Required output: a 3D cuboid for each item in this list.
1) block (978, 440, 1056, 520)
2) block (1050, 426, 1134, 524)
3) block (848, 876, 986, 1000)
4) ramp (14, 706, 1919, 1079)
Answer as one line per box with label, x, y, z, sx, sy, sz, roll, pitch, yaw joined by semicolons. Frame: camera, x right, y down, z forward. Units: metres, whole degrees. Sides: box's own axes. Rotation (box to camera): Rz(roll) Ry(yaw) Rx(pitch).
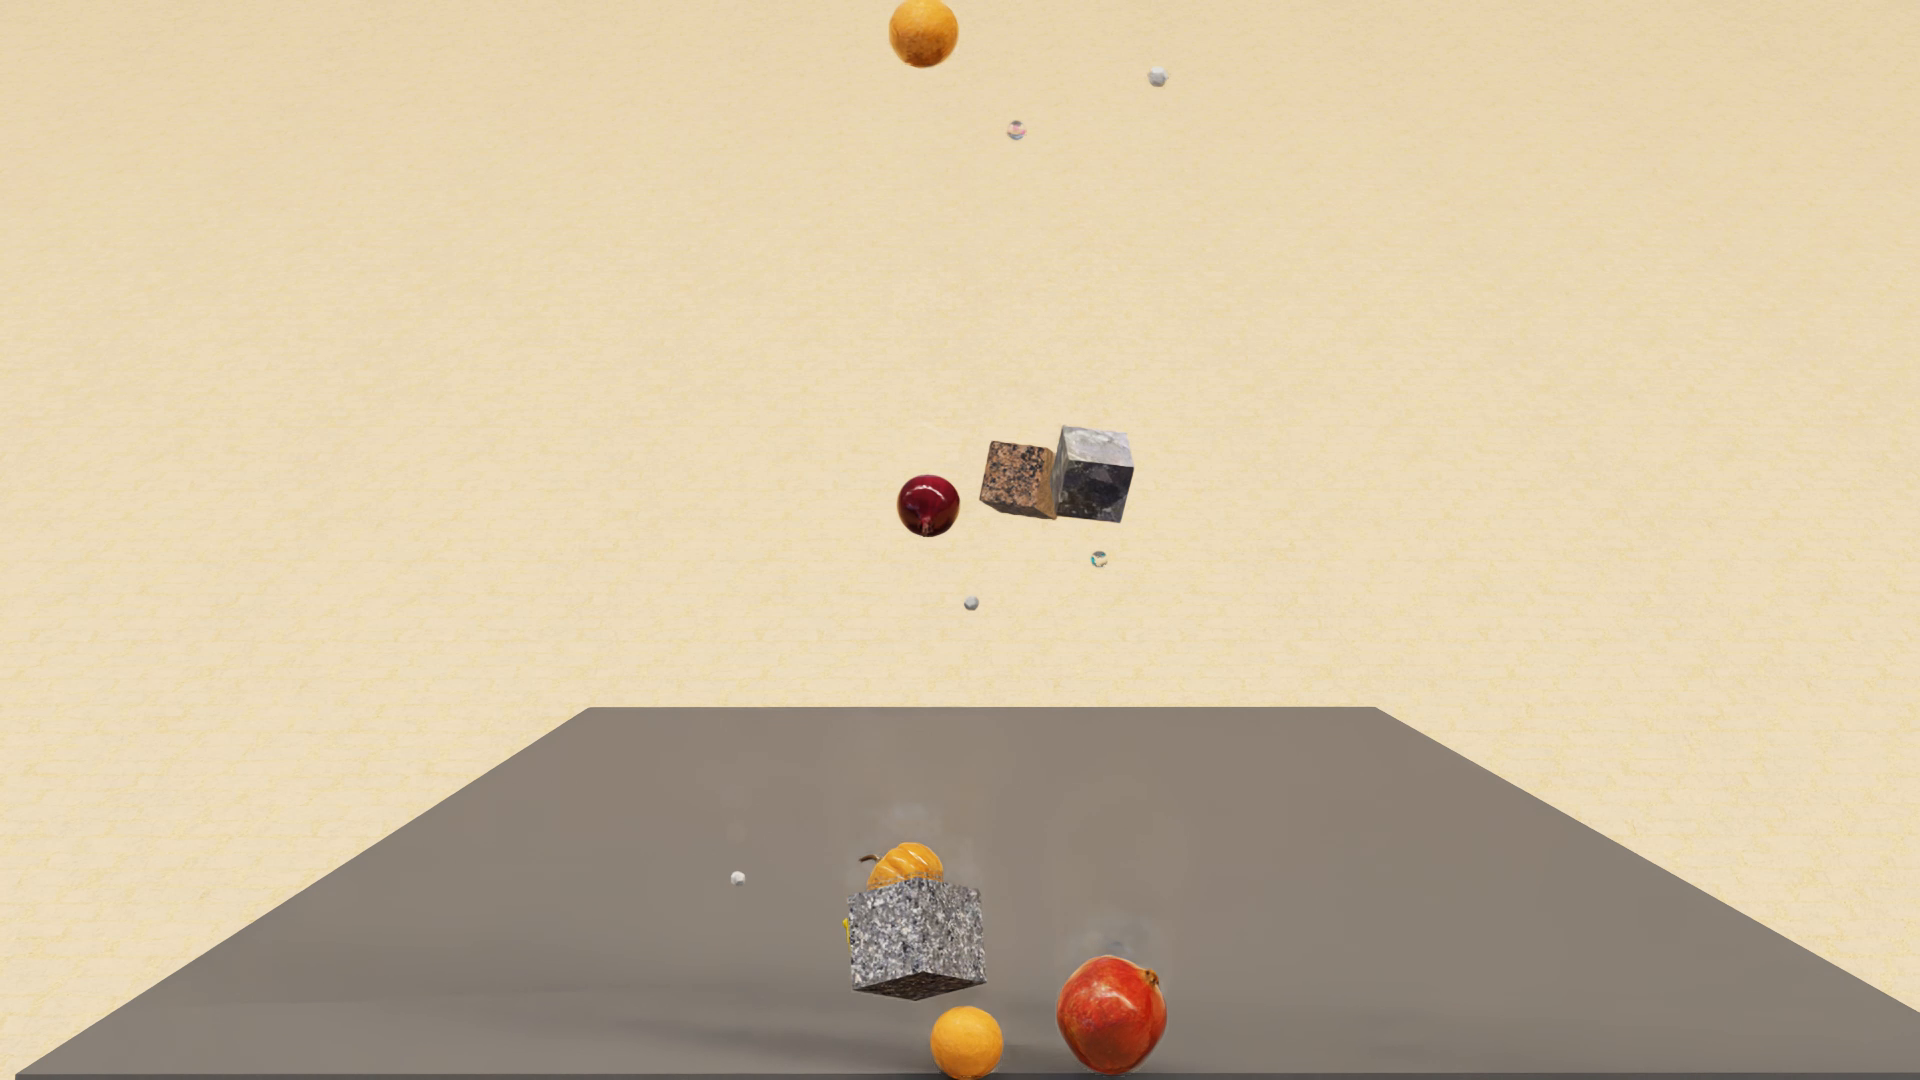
block;0.067;-0.063;2.710;0.064;0.064;0.064;8;-8;24
block;0.130;-0.065;2.546;0.065;0.065;0.065;6;32;-9
block;-0.044;0.404;2.606;0.096;0.096;0.096;-21;-27;36
ramp;0.058;0.527;4.565;2.000;0.100;4.000;0;2;0
